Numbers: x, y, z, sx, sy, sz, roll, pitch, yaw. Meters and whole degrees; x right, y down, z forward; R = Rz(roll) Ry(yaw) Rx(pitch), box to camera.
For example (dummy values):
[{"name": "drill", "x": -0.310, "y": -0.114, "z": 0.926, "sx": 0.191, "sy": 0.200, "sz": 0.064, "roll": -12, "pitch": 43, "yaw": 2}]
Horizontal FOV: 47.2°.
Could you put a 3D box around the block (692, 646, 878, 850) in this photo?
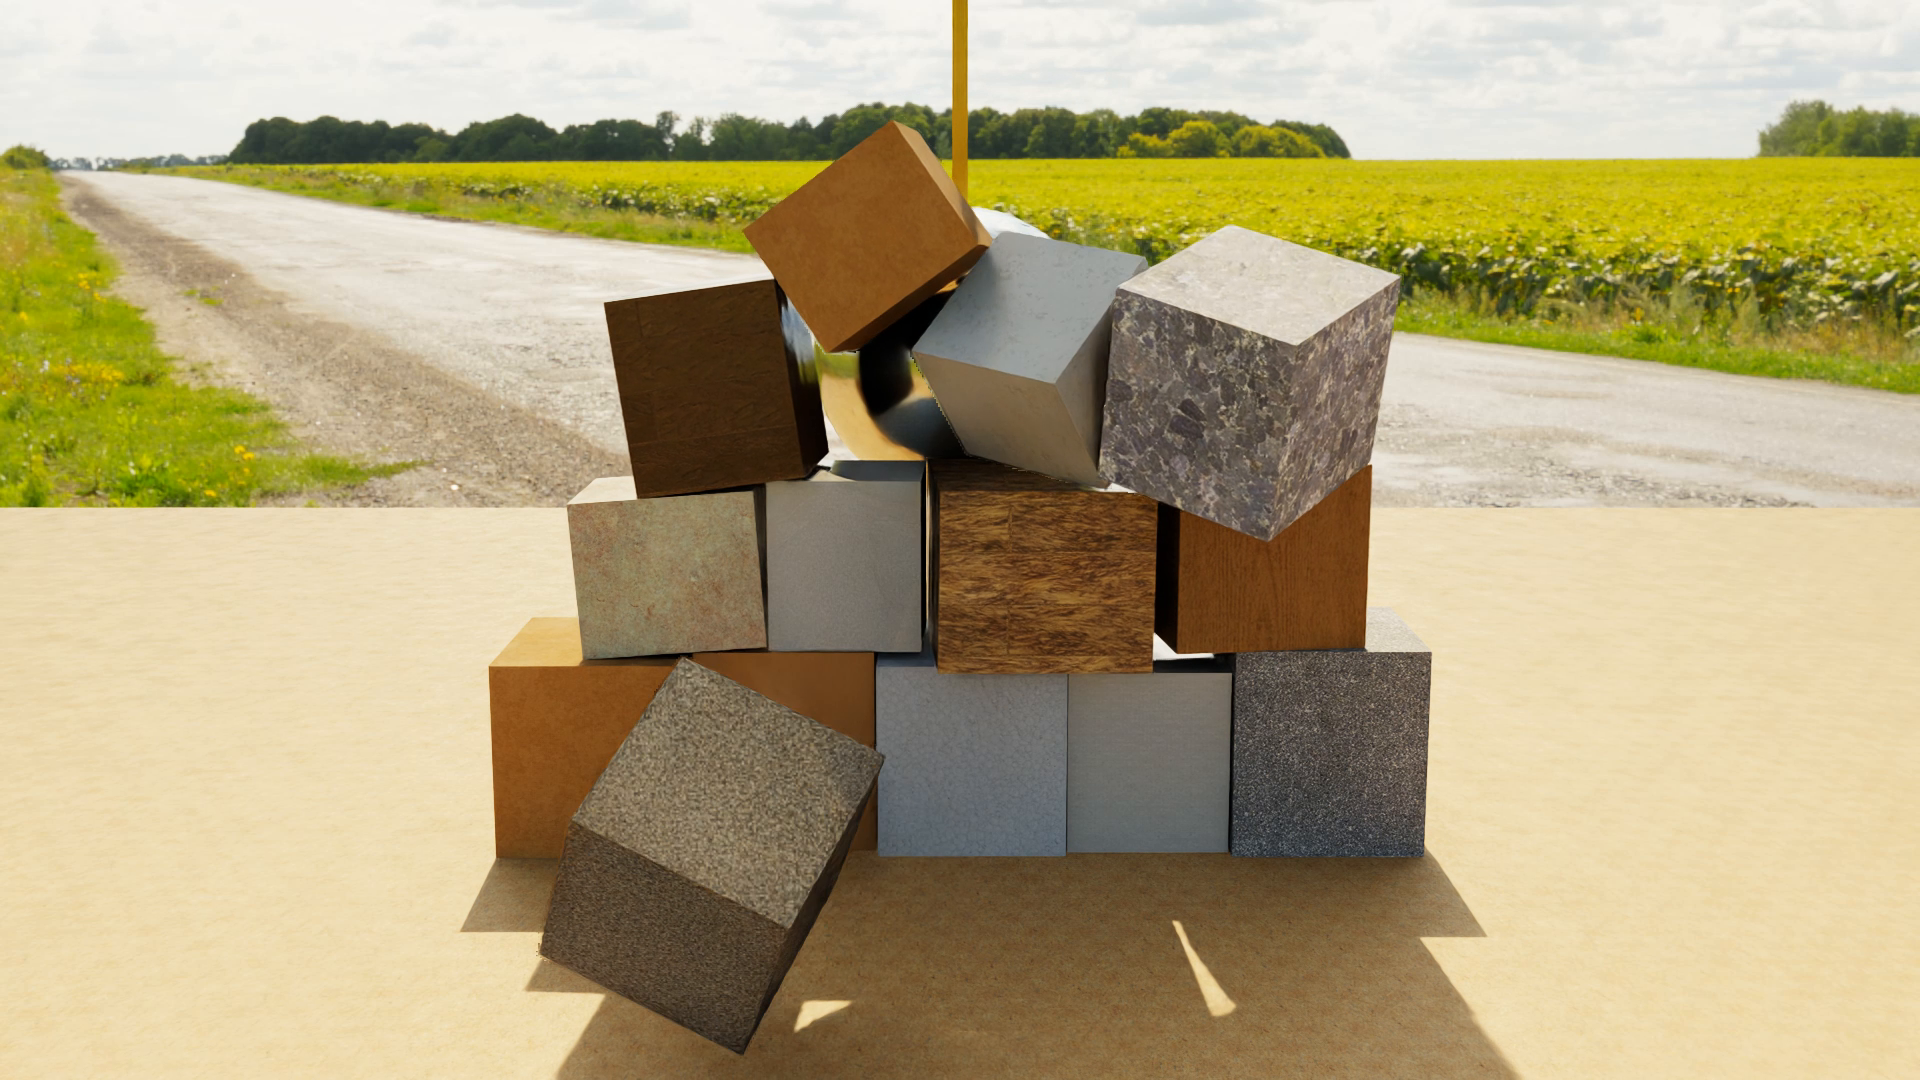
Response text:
[{"name": "block", "x": -0.870, "y": 0.973, "z": 11.376, "sx": 0.897, "sy": 1.015, "sz": 0.926, "roll": 0, "pitch": 10, "yaw": 0}]

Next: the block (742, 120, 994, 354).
[{"name": "block", "x": -0.423, "y": -1.479, "z": 10.814, "sx": 0.892, "sy": 0.714, "sz": 0.794, "roll": -35, "pitch": 1, "yaw": 10}]

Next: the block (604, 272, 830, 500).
[{"name": "block", "x": -1.196, "y": -0.798, "z": 10.997, "sx": 0.835, "sy": 0.966, "sz": 0.836, "roll": -7, "pitch": 10, "yaw": 6}]

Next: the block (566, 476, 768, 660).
[{"name": "block", "x": -1.431, "y": 0.102, "z": 11.189, "sx": 0.913, "sy": 0.780, "sz": 0.833, "roll": -4, "pitch": 10, "yaw": 1}]

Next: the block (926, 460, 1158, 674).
[{"name": "block", "x": 0.385, "y": 0.112, "z": 11.029, "sx": 1.040, "sy": 0.890, "sz": 1.033, "roll": 0, "pitch": 11, "yaw": -4}]

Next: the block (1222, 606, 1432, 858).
[{"name": "block", "x": 1.825, "y": 0.965, "z": 11.338, "sx": 0.953, "sy": 1.045, "sz": 1.056, "roll": 0, "pitch": 10, "yaw": 0}]

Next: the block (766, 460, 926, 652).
[{"name": "block", "x": -0.560, "y": 0.068, "z": 11.144, "sx": 0.754, "sy": 0.850, "sz": 0.725, "roll": 0, "pitch": 10, "yaw": 1}]

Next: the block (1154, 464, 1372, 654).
[{"name": "block", "x": 1.452, "y": 0.008, "z": 11.114, "sx": 0.950, "sy": 0.912, "sz": 0.947, "roll": -1, "pitch": 11, "yaw": -9}]

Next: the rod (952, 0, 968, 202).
[{"name": "rod", "x": 0.000, "y": -4.216, "z": 10.836, "sx": 0.080, "sy": 5.200, "sz": 0.080, "roll": 0, "pitch": 19, "yaw": 0}]

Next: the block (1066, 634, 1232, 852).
[{"name": "block", "x": 0.936, "y": 1.026, "z": 11.349, "sx": 0.803, "sy": 0.921, "sz": 0.911, "roll": 0, "pitch": 10, "yaw": 0}]

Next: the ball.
[{"name": "ball", "x": 0.000, "y": -1.011, "z": 11.971, "sx": 1.600, "sy": 1.600, "sz": 1.600, "roll": 0, "pitch": 10, "yaw": 0}]

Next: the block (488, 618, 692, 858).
[{"name": "block", "x": -1.815, "y": 0.995, "z": 11.365, "sx": 0.973, "sy": 0.976, "sz": 1.120, "roll": 0, "pitch": 10, "yaw": 0}]

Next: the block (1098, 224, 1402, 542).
[{"name": "block", "x": 1.346, "y": -0.758, "z": 10.270, "sx": 0.915, "sy": 0.976, "sz": 1.027, "roll": 22, "pitch": 35, "yaw": 29}]

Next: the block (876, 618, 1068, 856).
[{"name": "block", "x": 0.058, "y": 0.998, "z": 11.371, "sx": 0.936, "sy": 0.969, "sz": 1.089, "roll": 0, "pitch": 10, "yaw": 0}]

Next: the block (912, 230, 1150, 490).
[{"name": "block", "x": 0.452, "y": -0.880, "z": 10.645, "sx": 0.860, "sy": 0.759, "sz": 0.826, "roll": 17, "pitch": 61, "yaw": 37}]

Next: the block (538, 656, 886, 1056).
[{"name": "block", "x": -0.947, "y": 1.201, "z": 8.393, "sx": 0.872, "sy": 0.886, "sz": 0.901, "roll": 26, "pitch": 44, "yaw": 4}]
